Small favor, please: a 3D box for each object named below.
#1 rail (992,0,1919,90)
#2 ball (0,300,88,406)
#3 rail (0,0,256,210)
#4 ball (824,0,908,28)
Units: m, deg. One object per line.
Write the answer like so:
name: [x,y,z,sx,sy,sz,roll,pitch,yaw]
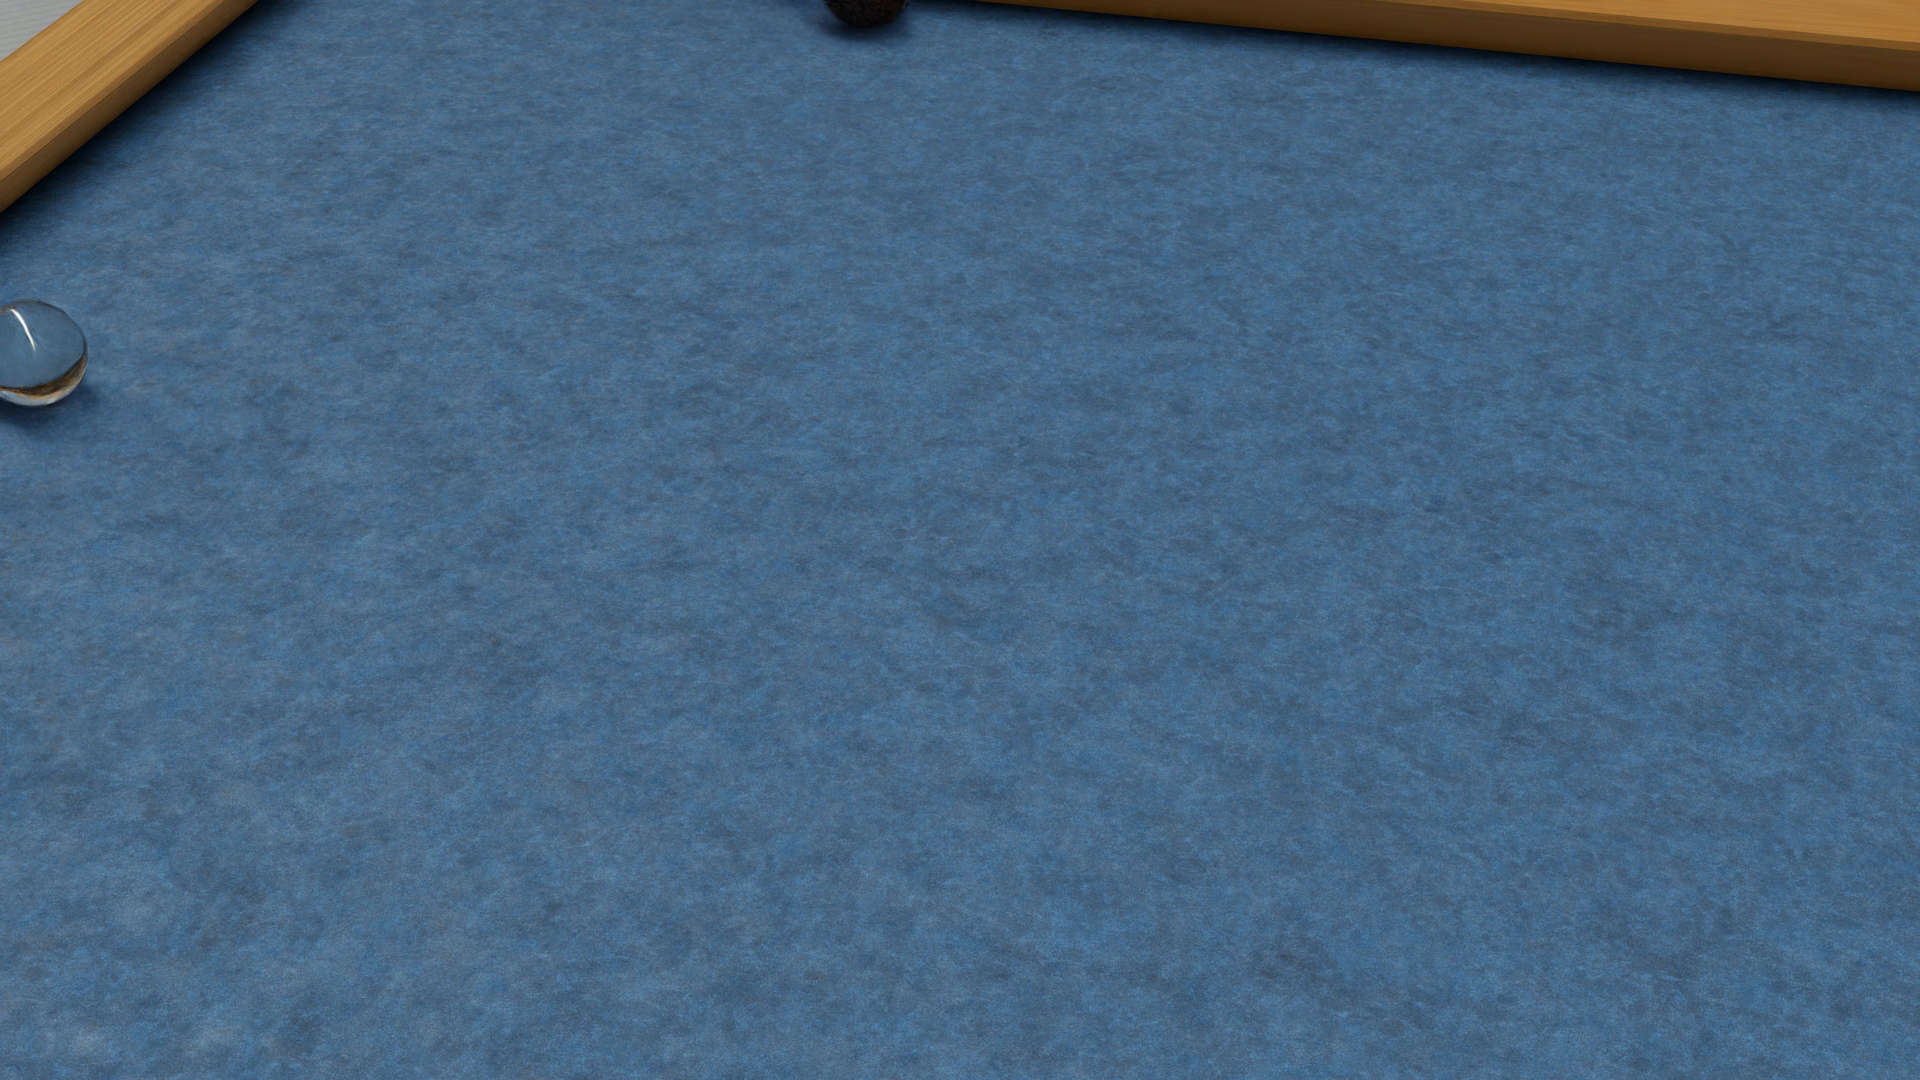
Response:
rail: [1.244,-0.466,2.525,4.080,0.129,0.045,8,35,11]
ball: [-0.762,-0.153,2.105,0.087,0.087,0.087,0,34,0]
rail: [-0.967,-0.160,2.077,0.045,0.129,2.162,8,35,11]
ball: [-0.101,-0.599,2.749,0.099,0.099,0.099,0,34,0]
